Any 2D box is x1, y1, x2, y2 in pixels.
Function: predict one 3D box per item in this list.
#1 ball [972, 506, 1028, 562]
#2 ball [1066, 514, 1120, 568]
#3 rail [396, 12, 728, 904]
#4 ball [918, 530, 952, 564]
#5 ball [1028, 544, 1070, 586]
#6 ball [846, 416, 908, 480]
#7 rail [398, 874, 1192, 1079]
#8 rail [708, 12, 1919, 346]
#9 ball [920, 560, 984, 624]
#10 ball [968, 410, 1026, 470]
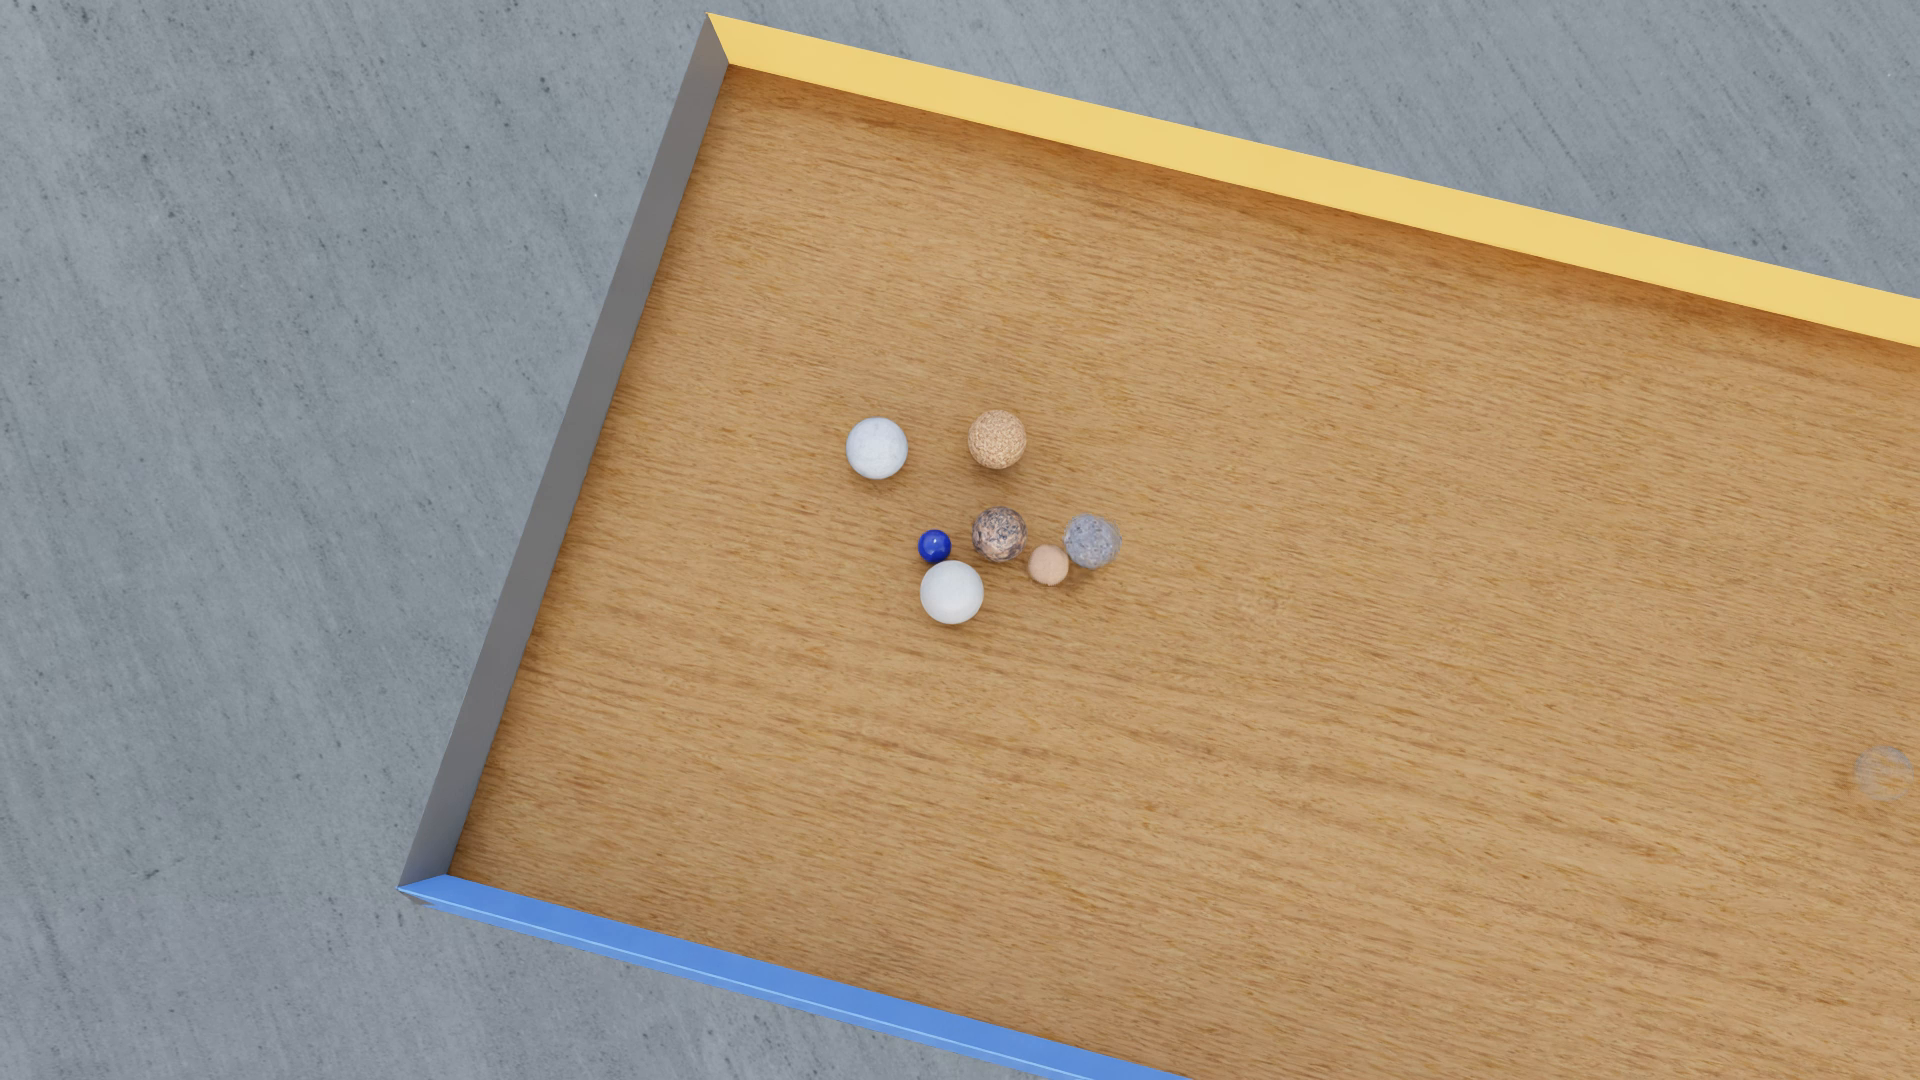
[{"bbox_3d":[0.061,-0.009,3.413,0.088,0.088,0.088,0,71,0],"label":"ball"},{"bbox_3d":[0.205,0.002,3.406,0.084,0.084,0.084,0,71,0],"label":"ball"},{"bbox_3d":[-0.590,-0.159,3.442,0.045,0.129,1.501,14,72,5],"label":"rail"},{"bbox_3d":[-0.040,0.010,3.425,0.053,0.053,0.053,0,71,0],"label":"ball"},{"bbox_3d":[0.137,0.039,3.409,0.065,0.065,0.065,0,71,0],"label":"ball"},{"bbox_3d":[-0.131,-0.144,3.454,0.099,0.099,0.099,0,71,0],"label":"ball"},{"bbox_3d":[0.424,0.812,3.108,2.541,0.129,0.045,14,72,5],"label":"rail"},{"bbox_3d":[0.803,-0.514,3.565,2.541,0.129,0.045,14,72,5],"label":"rail"},{"bbox_3d":[-0.013,0.080,3.377,0.099,0.099,0.099,0,71,0],"label":"ball"},{"bbox_3d":[0.058,-0.159,3.462,0.094,0.094,0.094,0,71,0],"label":"ball"}]
